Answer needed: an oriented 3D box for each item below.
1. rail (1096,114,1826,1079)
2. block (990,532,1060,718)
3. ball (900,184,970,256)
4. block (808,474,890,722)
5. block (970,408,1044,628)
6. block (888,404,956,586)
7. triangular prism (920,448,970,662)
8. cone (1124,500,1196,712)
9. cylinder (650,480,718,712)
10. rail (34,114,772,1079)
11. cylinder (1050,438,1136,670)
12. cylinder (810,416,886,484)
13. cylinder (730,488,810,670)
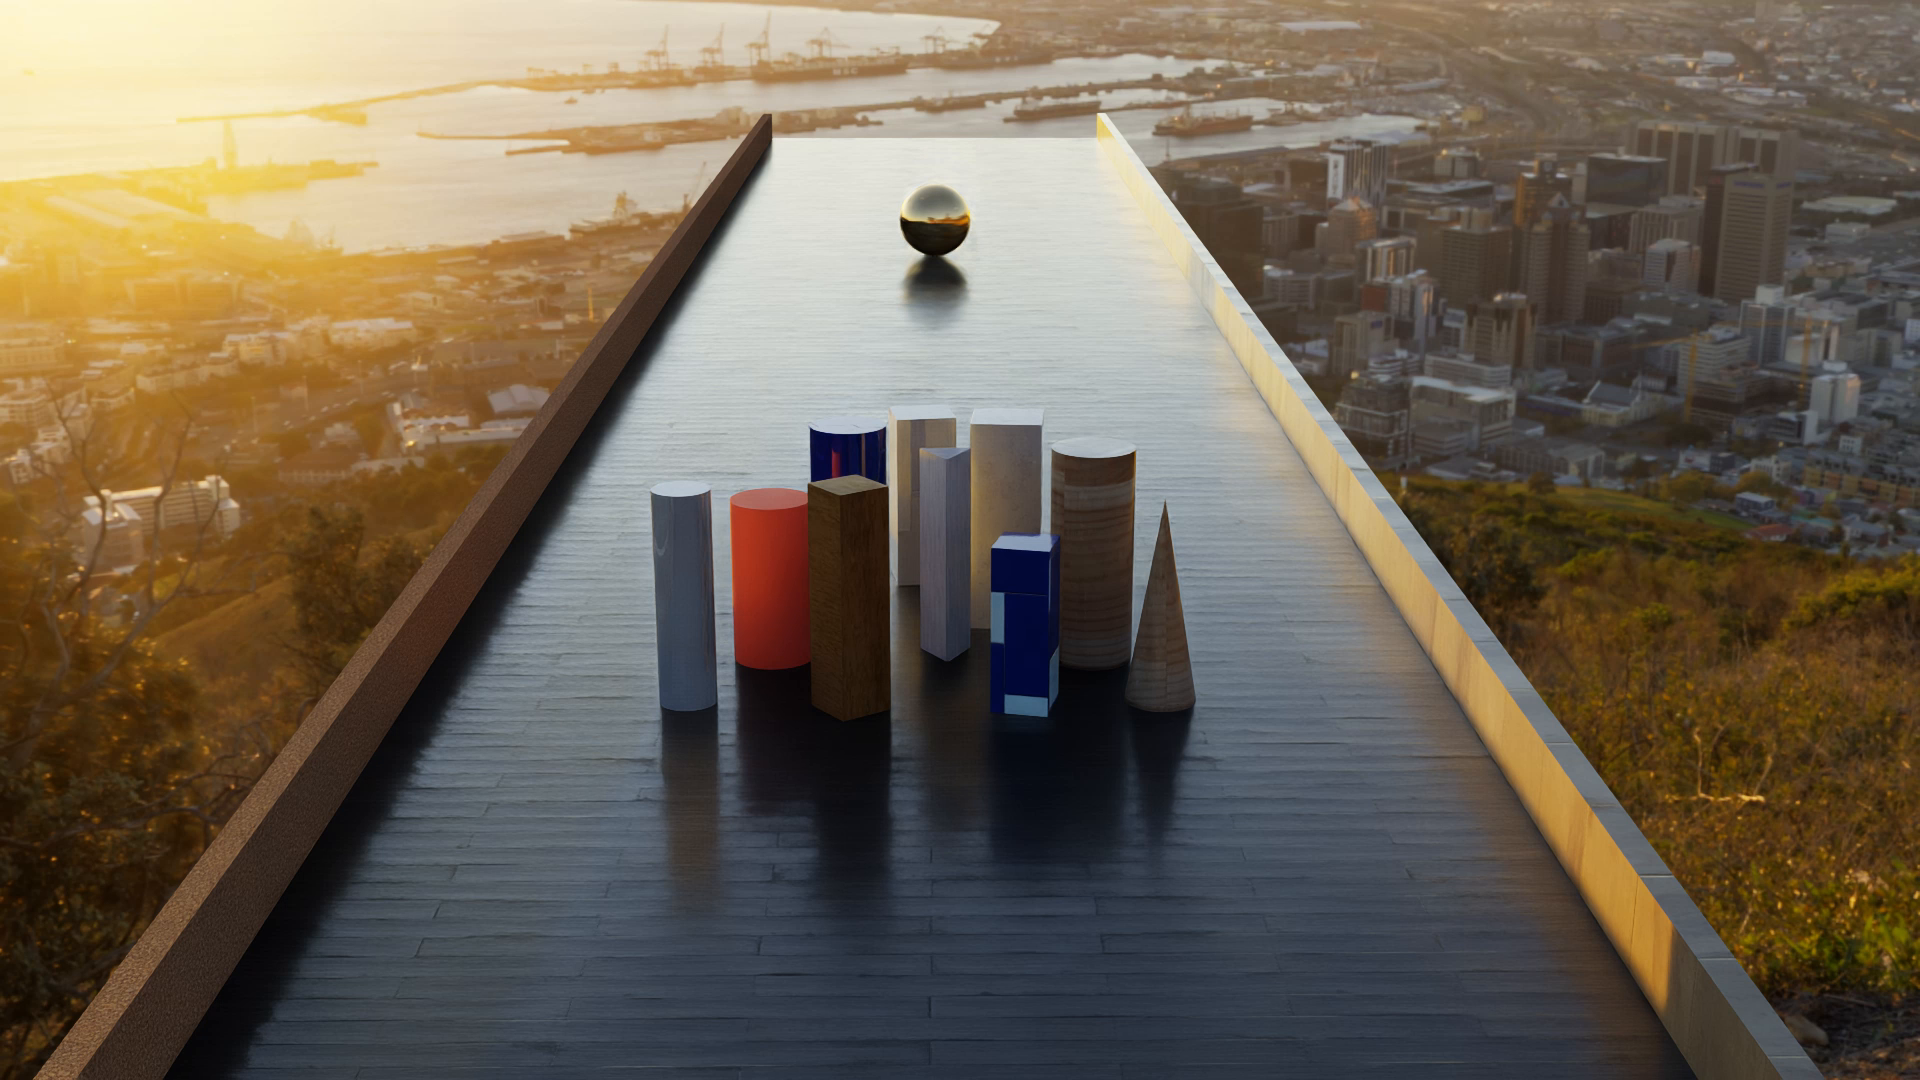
[{"bbox_3d":[0.932,-0.844,7.801,0.050,0.150,12.000,0,17,-1],"label":"rail"},{"bbox_3d":[0.123,0.158,4.130,0.109,0.323,0.109,4,17,13],"label":"block"},{"bbox_3d":[-0.104,-1.340,9.204,0.301,0.301,0.301,0,17,0],"label":"ball"},{"bbox_3d":[-0.206,0.107,4.101,0.108,0.436,0.108,-12,20,-35],"label":"block"},{"bbox_3d":[0.099,-0.045,4.607,0.146,0.439,0.146,1,17,4],"label":"block"},{"bbox_3d":[-0.083,-0.101,4.905,0.131,0.378,0.131,-3,17,-9],"label":"block"},{"bbox_3d":[-0.016,0.024,4.411,0.087,0.419,0.100,-10,19,-31],"label":"triangular prism"},{"bbox_3d":[0.382,0.113,4.147,0.138,0.399,0.138,0,17,0],"label":"cone"},{"bbox_3d":[-0.518,0.106,4.136,0.111,0.419,0.111,0,17,0],"label":"cylinder"},{"bbox_3d":[-1.118,-0.838,7.780,0.050,0.150,12.000,0,17,-1],"label":"rail"},{"bbox_3d":[0.262,0.027,4.374,0.166,0.435,0.166,0,17,0],"label":"cylinder"},{"bbox_3d":[-0.234,-0.043,4.651,0.161,0.412,0.161,0,17,0],"label":"cylinder"},{"bbox_3d":[-0.374,0.076,4.392,0.161,0.329,0.161,0,17,0],"label":"cylinder"}]
